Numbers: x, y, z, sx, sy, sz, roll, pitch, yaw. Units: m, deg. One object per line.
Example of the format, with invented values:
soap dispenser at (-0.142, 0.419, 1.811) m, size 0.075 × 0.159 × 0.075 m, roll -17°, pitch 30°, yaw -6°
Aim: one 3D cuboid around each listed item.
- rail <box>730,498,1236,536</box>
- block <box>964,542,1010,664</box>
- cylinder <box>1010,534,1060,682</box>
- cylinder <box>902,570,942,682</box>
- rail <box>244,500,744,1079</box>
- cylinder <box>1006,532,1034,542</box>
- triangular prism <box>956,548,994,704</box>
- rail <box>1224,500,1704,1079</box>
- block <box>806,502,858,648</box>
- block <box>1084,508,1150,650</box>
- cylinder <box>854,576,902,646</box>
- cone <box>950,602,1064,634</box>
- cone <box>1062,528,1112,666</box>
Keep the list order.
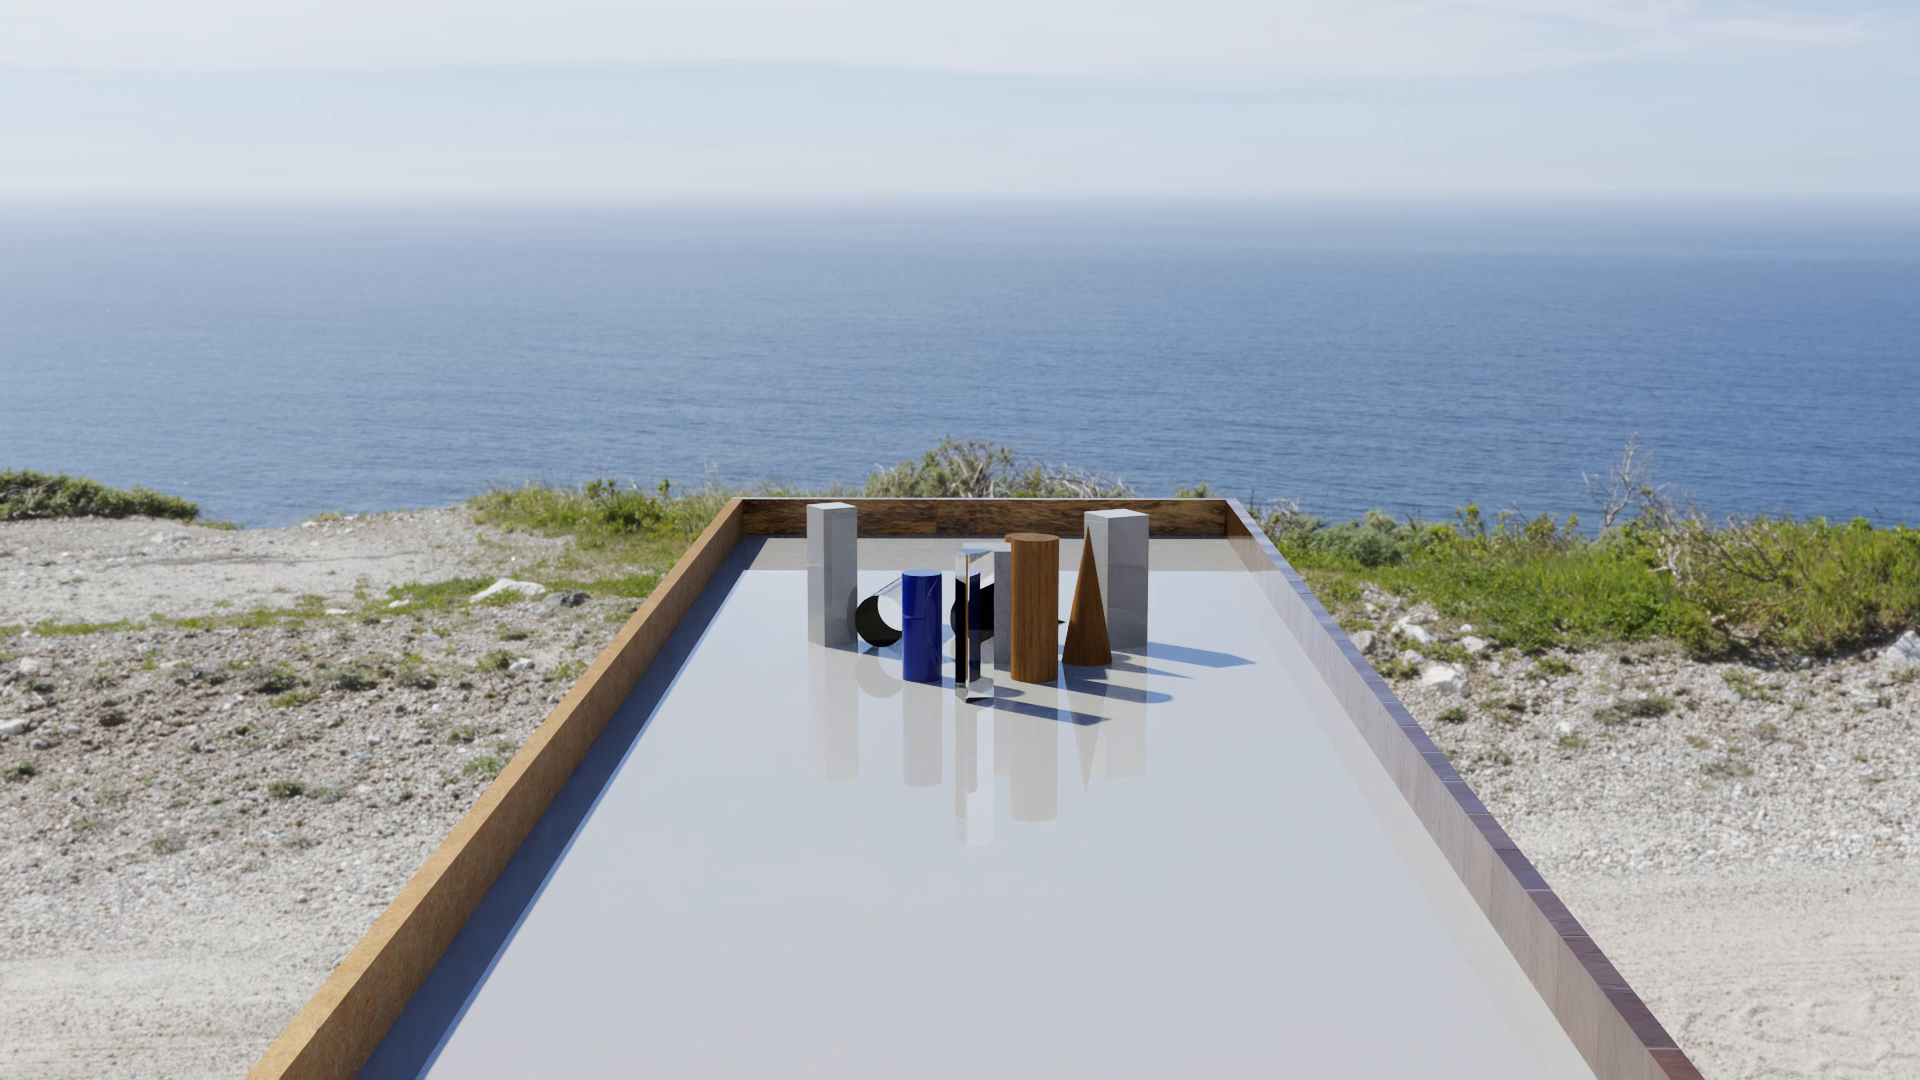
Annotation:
rail at (0.099, -0.098, 9.147) m, size 2.100 × 0.150 × 0.050 m, roll 0°, pitch 9°, yaw 1°
block at (0.092, 0.192, 6.697) m, size 0.164 × 0.345 × 0.164 m, roll 0°, pitch 9°, yaw 0°
cylinder at (0.218, 0.198, 6.426) m, size 0.140 × 0.417 × 0.140 m, roll 0°, pitch 9°, yaw 0°
cylinder at (-0.111, 0.250, 6.430) m, size 0.118 × 0.314 × 0.118 m, roll 0°, pitch 9°, yaw 0°
rail at (-1.004, 0.839, 3.234) m, size 0.050 × 0.150 × 12.000 m, roll 0°, pitch 9°, yaw 1°
cylinder at (0.204, 0.157, 6.918) m, size 0.125 × 0.345 × 0.125 m, roll 0°, pitch 9°, yaw 0°
triangular prism at (0.023, 0.237, 6.171) m, size 0.095 × 0.421 × 0.110 m, roll 9°, pitch 12°, yaw 43°
rail at (1.046, 0.843, 3.208) m, size 0.050 × 0.150 × 12.000 m, roll 0°, pitch 9°, yaw 1°
block at (-0.403, 0.108, 6.935) m, size 0.117 × 0.436 × 0.117 m, roll -5°, pitch 10°, yaw -30°
block at (0.490, 0.122, 6.909) m, size 0.147 × 0.416 × 0.147 m, roll -4°, pitch 10°, yaw -26°
cylinder at (-0.200, 0.222, 7.083) m, size 0.165 × 0.165 × 0.424 m, roll 2°, pitch 9°, yaw 14°
cone at (0.181, 0.259, 7.167) m, size 0.434 × 0.129 × 0.129 m, roll 4°, pitch 5°, yaw -36°
cone at (0.386, 0.160, 6.655) m, size 0.155 × 0.422 × 0.155 m, roll 0°, pitch 9°, yaw 0°
